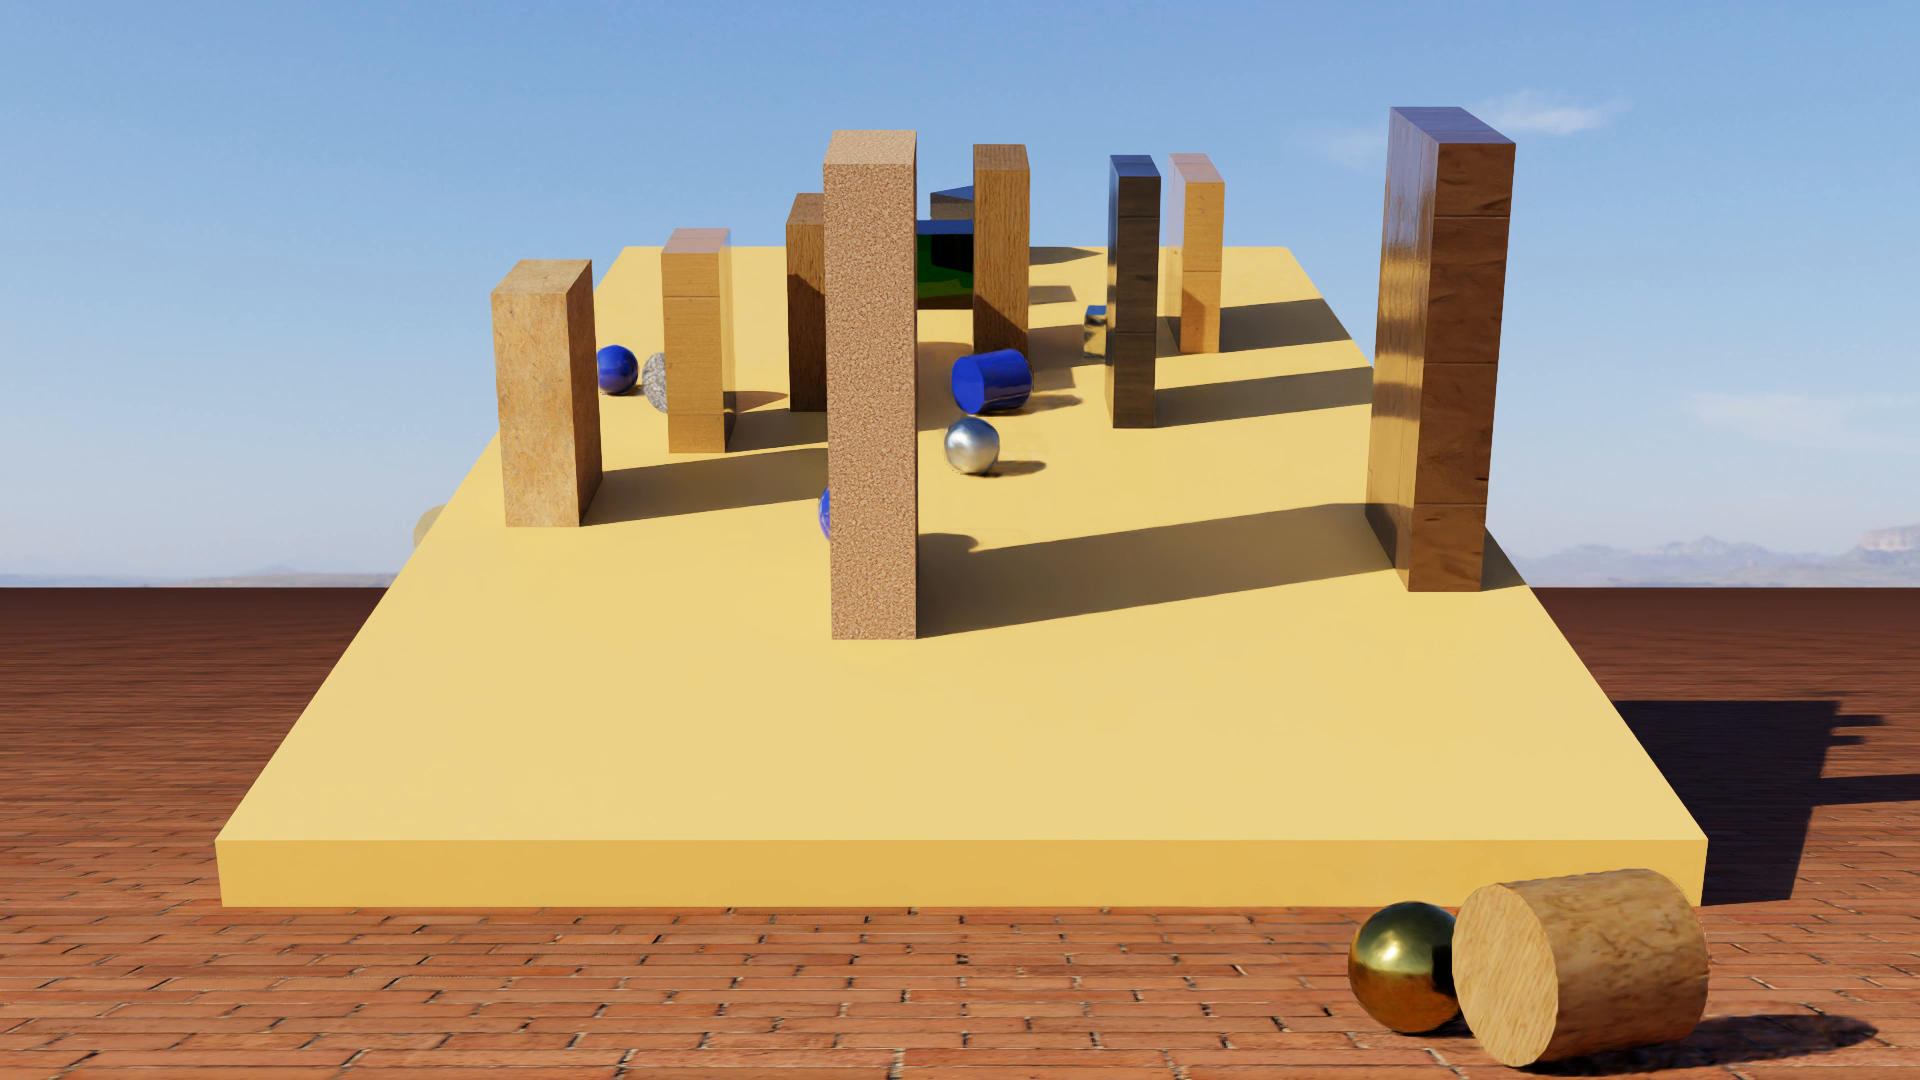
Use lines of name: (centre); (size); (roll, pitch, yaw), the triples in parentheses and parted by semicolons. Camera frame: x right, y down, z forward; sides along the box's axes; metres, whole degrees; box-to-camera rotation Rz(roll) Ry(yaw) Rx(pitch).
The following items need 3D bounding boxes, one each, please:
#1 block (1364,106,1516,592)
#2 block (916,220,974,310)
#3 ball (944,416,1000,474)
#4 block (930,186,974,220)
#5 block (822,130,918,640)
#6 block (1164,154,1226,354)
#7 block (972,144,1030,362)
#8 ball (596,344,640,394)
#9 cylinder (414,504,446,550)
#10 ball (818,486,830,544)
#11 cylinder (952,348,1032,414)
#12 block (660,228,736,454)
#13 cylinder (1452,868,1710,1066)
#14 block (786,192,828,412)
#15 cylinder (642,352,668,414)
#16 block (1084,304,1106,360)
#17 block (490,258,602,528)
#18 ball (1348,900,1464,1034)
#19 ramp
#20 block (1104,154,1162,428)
block: (0.845, -0.348, 4.006); (0.126, 0.781, 0.431); (0, 19, 0)
block: (-0.033, -0.742, 6.057); (0.204, 0.204, 0.204); (-1, 19, -3)
ball: (0.025, -0.193, 4.577); (0.116, 0.116, 0.116); (0, -1, 0)
block: (0.054, -0.917, 6.577); (0.199, 0.199, 0.199); (17, 25, 41)
block: (-0.143, -0.263, 3.747); (0.139, 0.784, 0.350); (0, 19, 0)
block: (0.589, -0.731, 5.686); (0.095, 0.423, 0.441); (0, 19, 0)
block: (0.098, -0.692, 5.477); (0.129, 0.483, 0.384); (0, 19, 0)
ball: (-0.793, -0.391, 5.163); (0.113, 0.113, 0.113); (0, -1, 0)
cylinder: (-1.281, -0.004, 5.788); (0.189, 0.189, 0.189); (0, 5, 9)
ball: (-0.181, -0.047, 4.088); (0.157, 0.157, 0.157); (0, -1, 0)
cylinder: (0.070, -0.356, 5.036); (0.129, 0.129, 0.129); (-12, 6, -33)
block: (-0.553, -0.427, 4.783); (0.117, 0.426, 0.271); (0, 19, 0)
cylinder: (0.565, 0.389, 2.056); (0.162, 0.162, 0.162); (-2, 0, -22)
block: (-0.310, -0.550, 5.152); (0.141, 0.422, 0.392); (0, 19, 0)
cylinder: (-0.615, -0.365, 5.048); (0.138, 0.138, 0.138); (-1, 16, 39)
block: (0.365, -0.509, 5.518); (0.110, 0.110, 0.110); (3, 19, 8)
block: (-0.791, -0.287, 4.333); (0.138, 0.451, 0.310); (0, 19, 0)
ball: (0.443, 0.417, 2.193); (0.128, 0.128, 0.128); (0, -1, 0)
ramp: (-0.004, -0.195, 4.921); (2.000, 0.100, 4.000); (0, 19, 0)
block: (0.378, -0.549, 4.951); (0.089, 0.551, 0.283); (0, 19, 0)
